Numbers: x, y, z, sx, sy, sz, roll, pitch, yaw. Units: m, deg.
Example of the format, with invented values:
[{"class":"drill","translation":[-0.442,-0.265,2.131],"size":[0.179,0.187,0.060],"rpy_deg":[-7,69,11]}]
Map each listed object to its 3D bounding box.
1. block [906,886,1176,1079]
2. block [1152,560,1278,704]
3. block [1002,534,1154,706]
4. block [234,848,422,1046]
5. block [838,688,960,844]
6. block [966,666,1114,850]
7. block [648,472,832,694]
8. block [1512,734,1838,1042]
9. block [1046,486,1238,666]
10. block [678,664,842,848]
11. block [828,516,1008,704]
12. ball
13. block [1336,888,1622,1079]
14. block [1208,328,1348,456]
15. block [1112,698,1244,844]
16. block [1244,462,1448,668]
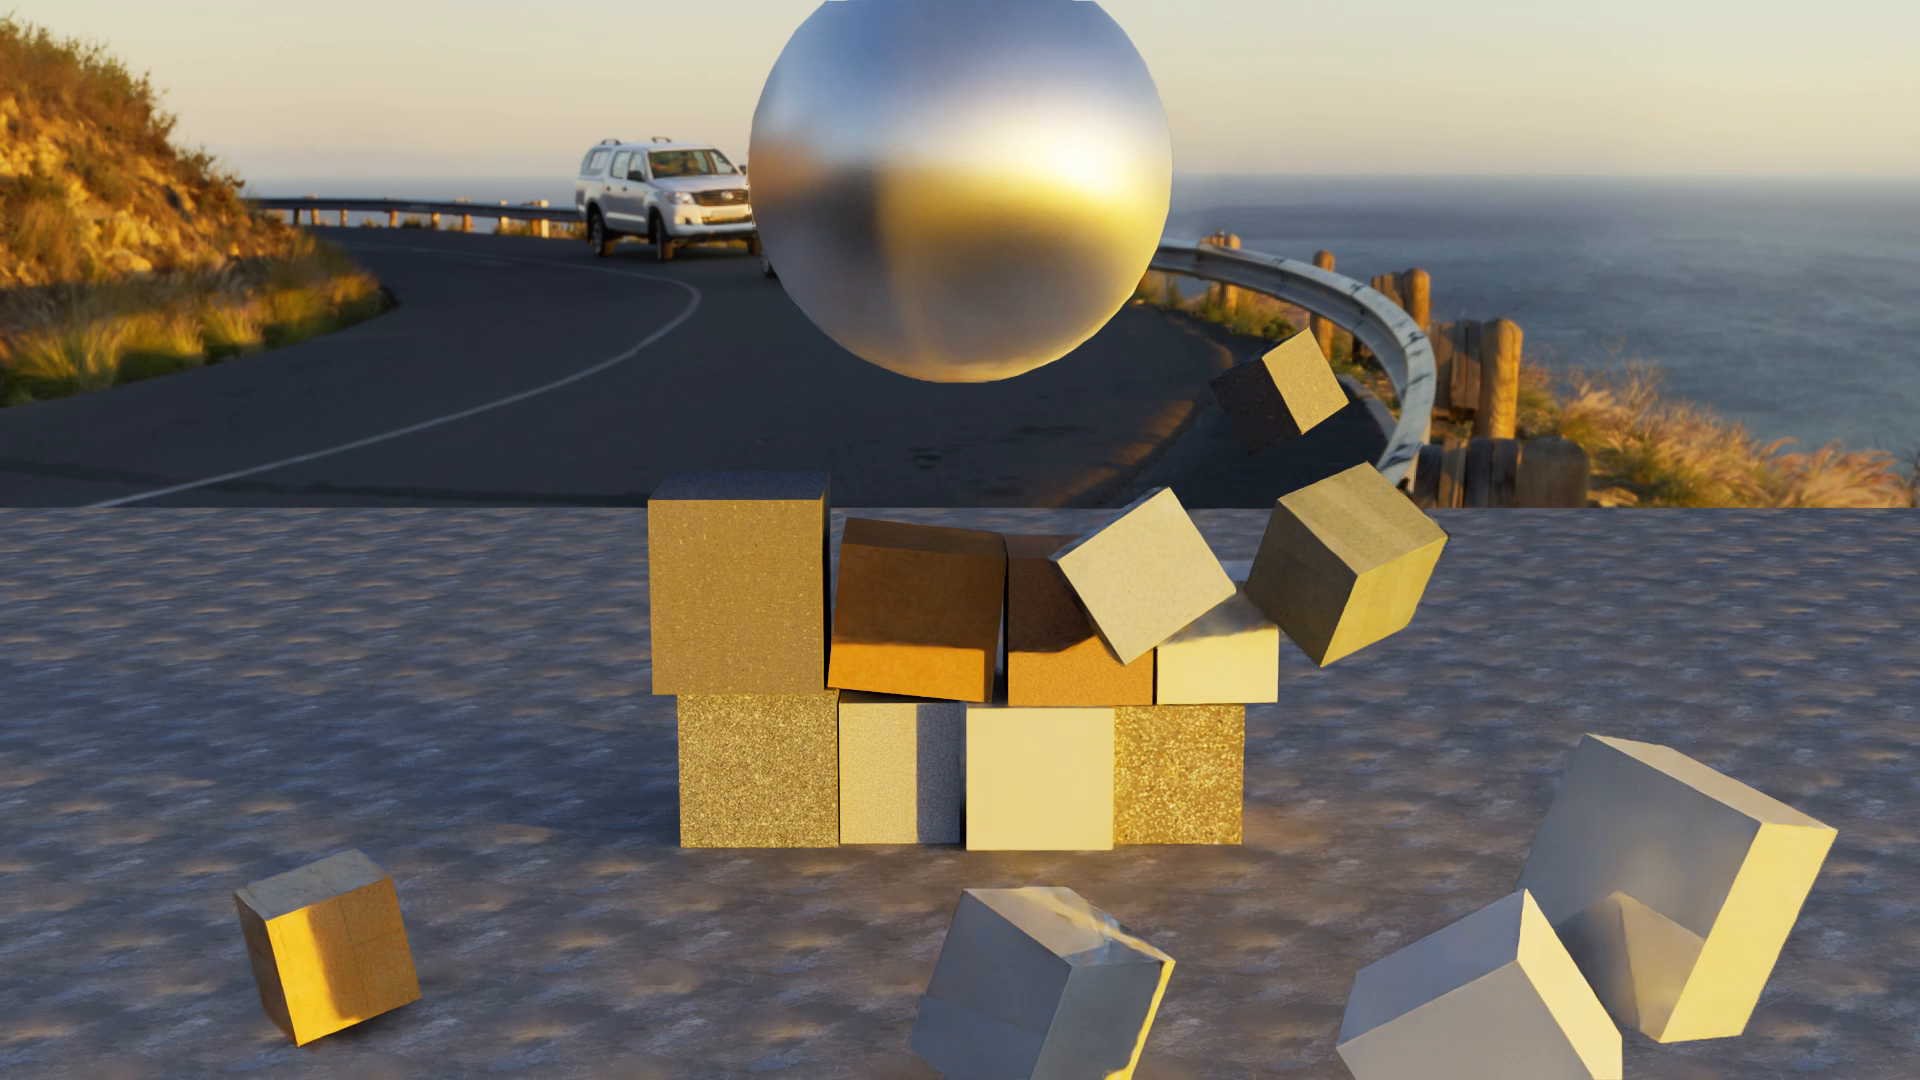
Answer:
[{"class":"block","translation":[0.291,1.674,7.949],"size":[0.570,0.631,0.573],"rpy_deg":[9,15,-46]},{"class":"block","translation":[1.270,0.464,11.251],"size":[0.609,0.625,0.538],"rpy_deg":[-1,10,-4]},{"class":"block","translation":[0.592,0.397,11.209],"size":[0.717,0.746,0.662],"rpy_deg":[0,10,-1]},{"class":"block","translation":[-2.540,1.622,8.828],"size":[0.508,0.528,0.485],"rpy_deg":[-18,16,-30]},{"class":"block","translation":[-0.304,1.114,11.400],"size":[0.604,0.729,0.690],"rpy_deg":[0,10,0]},{"class":"block","translation":[0.400,1.116,11.384],"size":[0.732,0.731,0.873],"rpy_deg":[0,10,0]},{"class":"block","translation":[-1.101,0.200,11.216],"size":[0.837,0.972,0.931],"rpy_deg":[0,10,-1]},{"class":"block","translation":[2.464,1.213,7.702],"size":[0.678,0.810,0.727],"rpy_deg":[29,11,39]},{"class":"block","translation":[0.862,0.165,10.532],"size":[0.631,0.586,0.514],"rpy_deg":[-34,2,-2]},{"class":"block","translation":[-1.010,1.074,11.391],"size":[0.789,0.811,0.814],"rpy_deg":[0,10,0]},{"class":"block","translation":[-0.219,0.347,11.288],"size":[0.822,0.735,0.753],"rpy_deg":[6,10,-2]},{"class":"ball","translation":[0.000,-1.391,8.296],"size":[1.600,1.600,1.600],"rpy_deg":[0,10,0]},{"class":"block","translation":[1.686,1.620,7.106],"size":[0.651,0.590,0.586],"rpy_deg":[-32,2,21]},{"class":"block","translation":[1.678,-0.778,11.598],"size":[0.425,0.452,0.420],"rpy_deg":[-32,5,-38]},{"class":"block","translation":[1.097,1.122,11.389],"size":[0.653,0.718,0.689],"rpy_deg":[0,10,0]},{"class":"block","translation":[1.857,0.114,10.639],"size":[0.605,0.631,0.571],"rpy_deg":[-21,53,-31]}]
